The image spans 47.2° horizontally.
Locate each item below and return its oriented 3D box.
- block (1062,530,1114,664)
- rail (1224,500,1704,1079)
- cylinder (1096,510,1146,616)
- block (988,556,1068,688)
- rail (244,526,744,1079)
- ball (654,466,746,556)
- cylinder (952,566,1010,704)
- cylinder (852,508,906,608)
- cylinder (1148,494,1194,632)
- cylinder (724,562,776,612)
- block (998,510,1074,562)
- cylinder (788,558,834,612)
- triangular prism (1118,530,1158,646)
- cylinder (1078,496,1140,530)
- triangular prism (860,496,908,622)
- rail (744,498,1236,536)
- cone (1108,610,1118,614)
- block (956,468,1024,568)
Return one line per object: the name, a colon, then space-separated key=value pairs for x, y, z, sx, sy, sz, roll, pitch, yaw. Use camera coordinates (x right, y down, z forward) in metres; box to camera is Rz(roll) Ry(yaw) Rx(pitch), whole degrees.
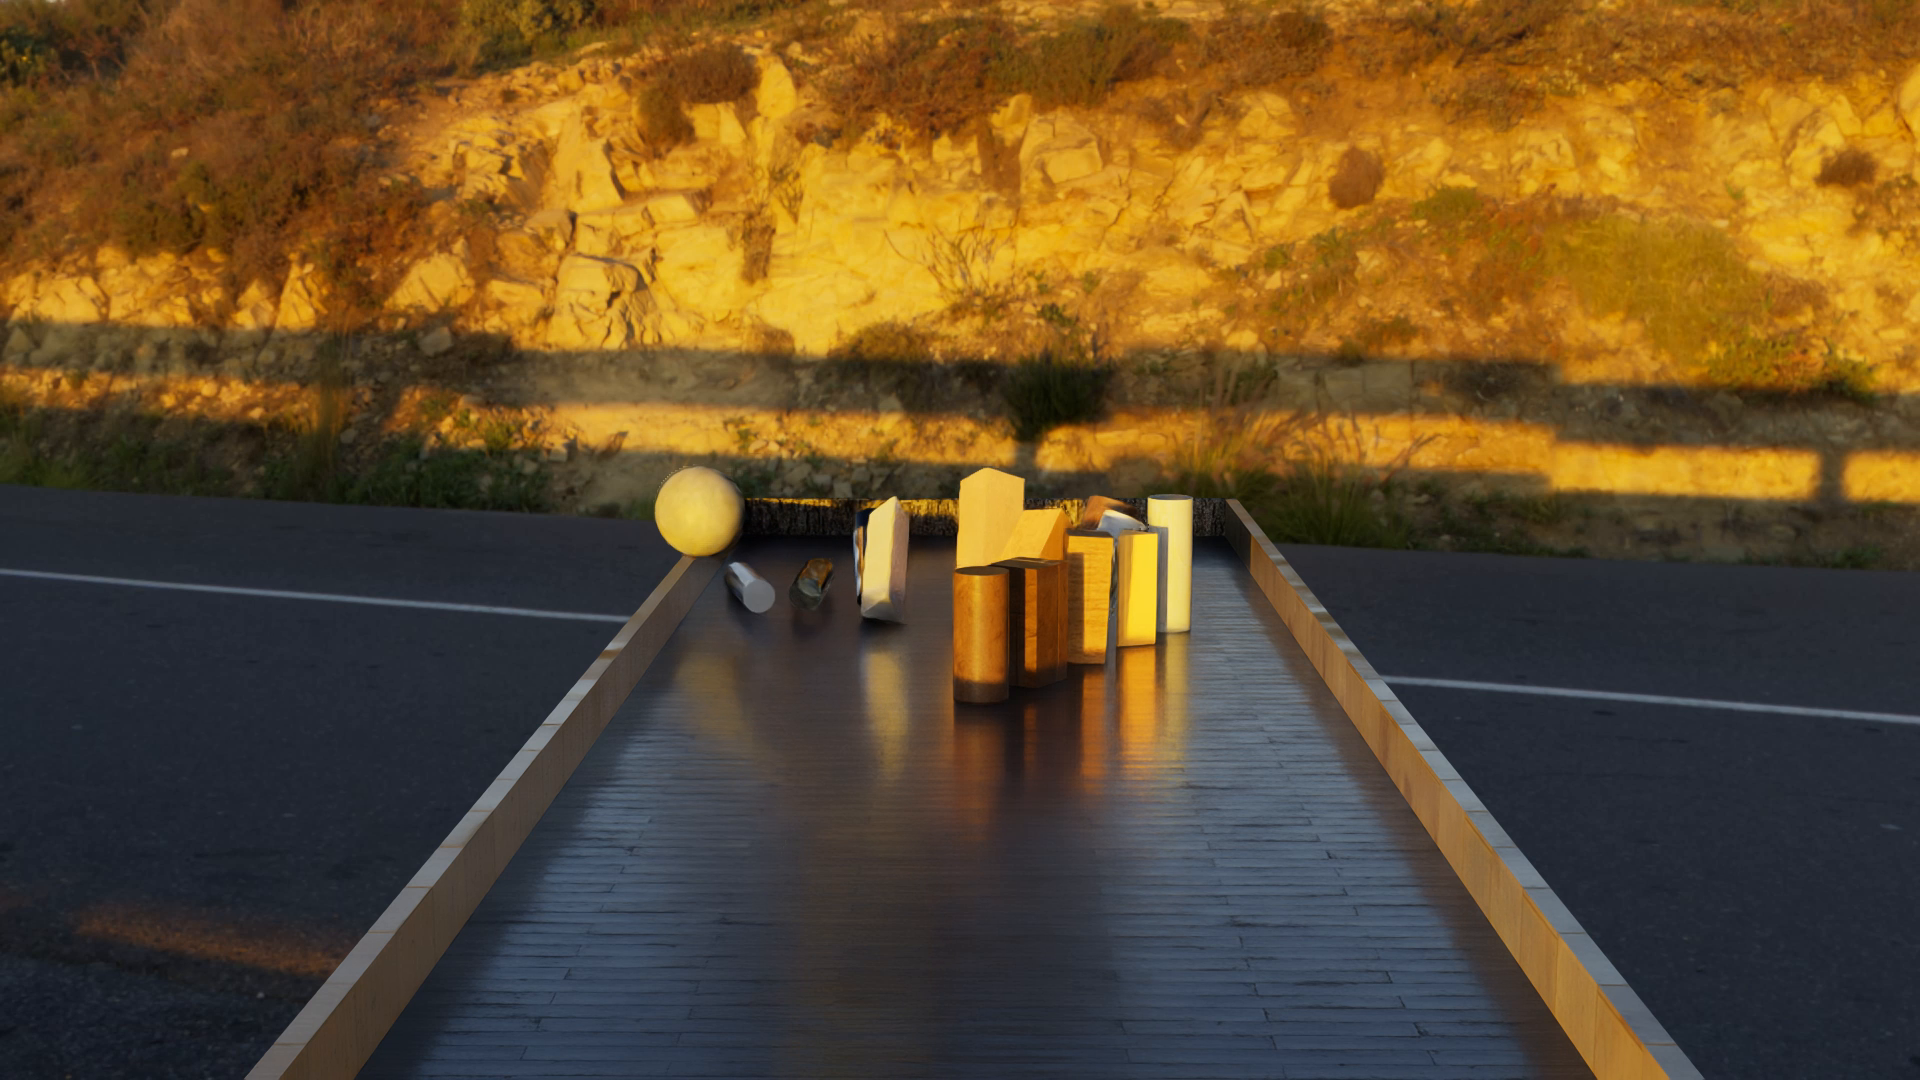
block: x=0.378 y=0.171 z=6.679 sx=0.134 sy=0.385 sz=0.134 roll=3 pitch=9 yaw=-4
rail: x=1.046 y=0.843 z=3.208 sx=0.050 sy=0.150 sz=12.000 roll=0 pitch=9 yaw=1
cylinder: x=0.464 y=0.100 z=7.115 sx=0.149 sy=0.370 sz=0.149 roll=24 pitch=-7 yaw=3
block: x=0.197 y=0.237 z=6.404 sx=0.169 sy=0.347 sz=0.169 roll=6 pitch=11 yaw=34
rail: x=-1.004 y=0.839 z=3.234 sx=0.050 sy=0.150 sz=12.000 roll=0 pitch=9 yaw=1
ball: x=-0.907 y=-0.099 z=7.677 sx=0.314 sy=0.314 sz=0.314 roll=0 pitch=9 yaw=0
cylinder: x=0.059 y=0.266 z=6.166 sx=0.158 sy=0.365 sz=0.158 roll=0 pitch=9 yaw=0
cylinder: x=-0.279 y=0.069 z=7.484 sx=0.161 sy=0.161 sz=0.330 roll=-1 pitch=52 yaw=-7
cylinder: x=0.682 y=0.075 z=7.158 sx=0.147 sy=0.432 sz=0.147 roll=0 pitch=9 yaw=0
cylinder: x=-0.732 y=0.161 z=7.631 sx=0.113 sy=0.113 sz=0.393 roll=-2 pitch=9 yaw=-15
block: x=0.245 y=0.082 z=7.322 sx=0.155 sy=0.155 sz=0.354 roll=-2 pitch=46 yaw=37
cylinder: x=-0.515 y=0.152 z=7.677 sx=0.116 sy=0.116 sz=0.417 roll=0 pitch=9 yaw=2
triangular prism: x=0.539 y=0.148 z=6.952 sx=0.132 sy=0.351 sz=0.114 roll=-3 pitch=9 yaw=-18
cylinder: x=0.451 y=0.060 z=7.295 sx=0.174 sy=0.380 sz=0.174 roll=19 pitch=-10 yaw=3
triangular prism: x=-0.239 y=0.056 z=7.316 sx=0.138 sy=0.119 sz=0.432 roll=9 pitch=50 yaw=-7
rail: x=0.099 y=-0.098 z=9.147 sx=2.100 sy=0.150 sz=0.050 roll=0 pitch=9 yaw=1
cone: x=0.377 y=0.248 z=6.975 sx=0.306 sy=0.113 sz=0.113 roll=-10 pitch=12 yaw=-20
block: x=0.101 y=-0.004 z=7.479 sx=0.157 sy=0.434 sz=0.157 roll=16 pitch=-25 yaw=-31
